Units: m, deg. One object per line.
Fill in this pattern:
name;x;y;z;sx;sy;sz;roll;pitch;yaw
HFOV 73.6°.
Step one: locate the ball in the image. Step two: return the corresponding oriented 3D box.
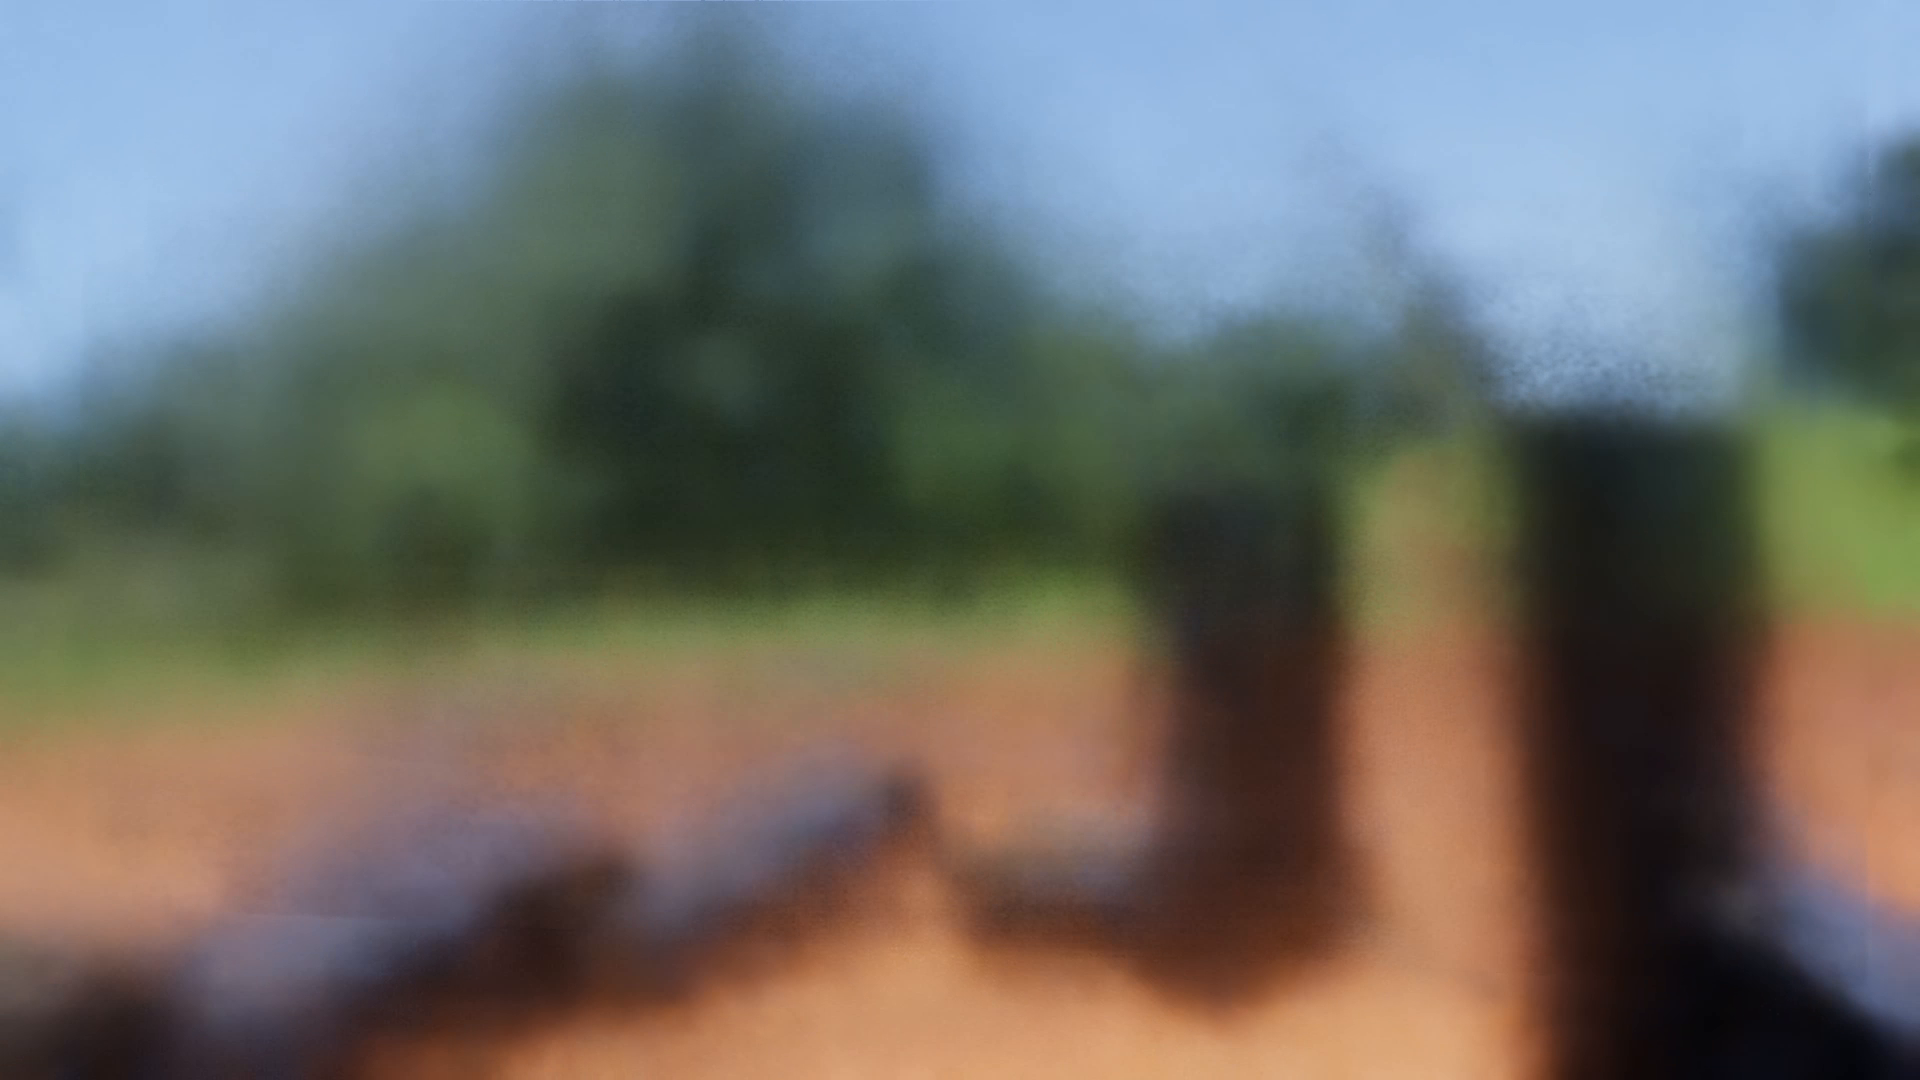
ball;-0.017;0.000;0.039;0.080;0.080;0.080;0;4;0
